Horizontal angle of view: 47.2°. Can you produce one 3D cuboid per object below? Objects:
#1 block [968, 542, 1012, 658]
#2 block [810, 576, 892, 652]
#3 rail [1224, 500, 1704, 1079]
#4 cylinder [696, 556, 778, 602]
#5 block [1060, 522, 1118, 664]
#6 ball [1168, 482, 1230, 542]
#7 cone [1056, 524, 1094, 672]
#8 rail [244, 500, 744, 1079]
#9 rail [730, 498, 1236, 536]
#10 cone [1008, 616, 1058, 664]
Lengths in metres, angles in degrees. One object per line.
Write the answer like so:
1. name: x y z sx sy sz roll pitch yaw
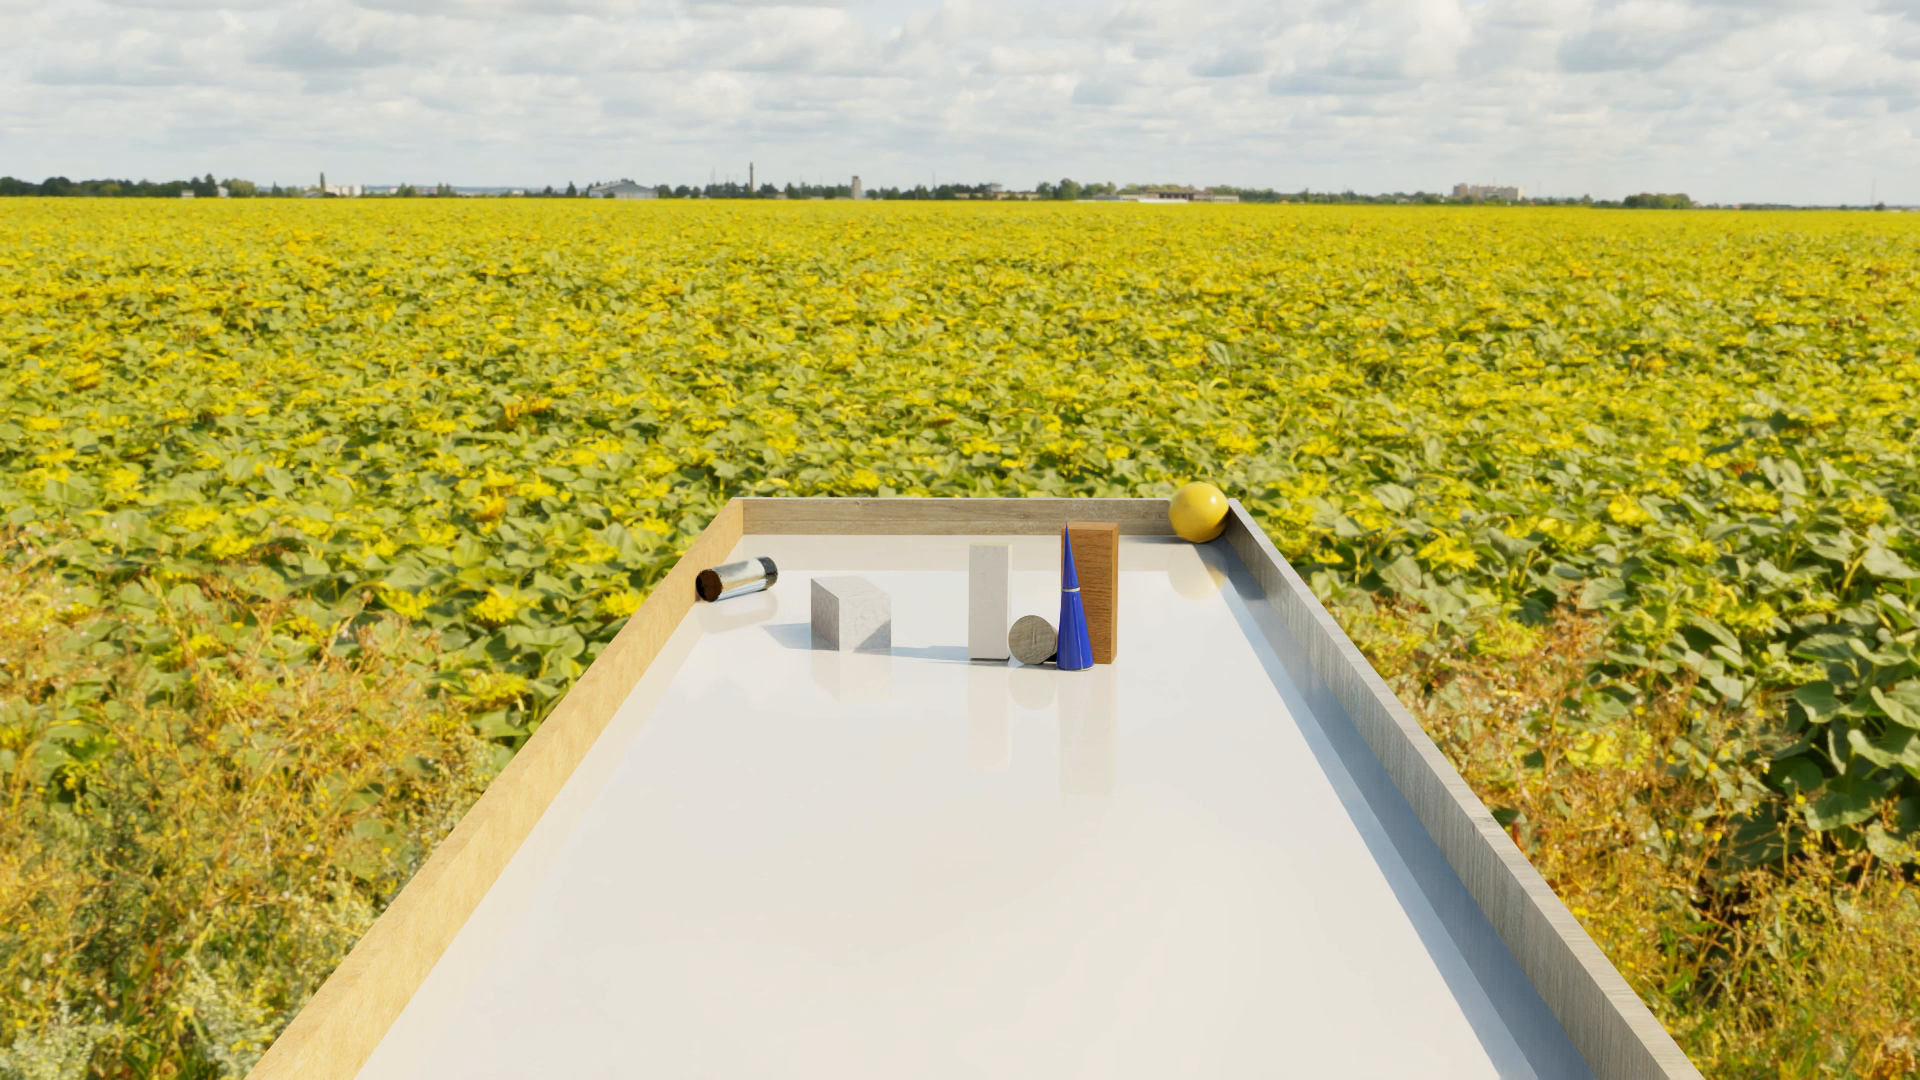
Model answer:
1. block: 0.093 0.184 6.719 0.119 0.344 0.119 1 4 7
2. block: -0.351 0.231 7.023 0.166 0.166 0.384 -3 9 -17
3. rail: 1.046 0.843 3.208 0.050 0.150 12.000 0 9 1
4. cylinder: -0.787 0.137 7.775 0.116 0.116 0.319 6 11 32
5. block: 0.394 0.159 6.695 0.155 0.410 0.155 2 9 11
6. ball: 0.971 -0.114 8.943 0.246 0.246 0.246 0 9 0
7. cone: 0.330 0.160 6.545 0.116 0.446 0.116 -4 13 1
8. rail: -1.004 0.839 3.234 0.050 0.150 12.000 0 9 1
9. rail: 0.099 -0.098 9.147 2.100 0.150 0.050 0 9 1
10. cone: 0.285 0.312 6.808 0.150 0.150 0.370 4 -2 22
